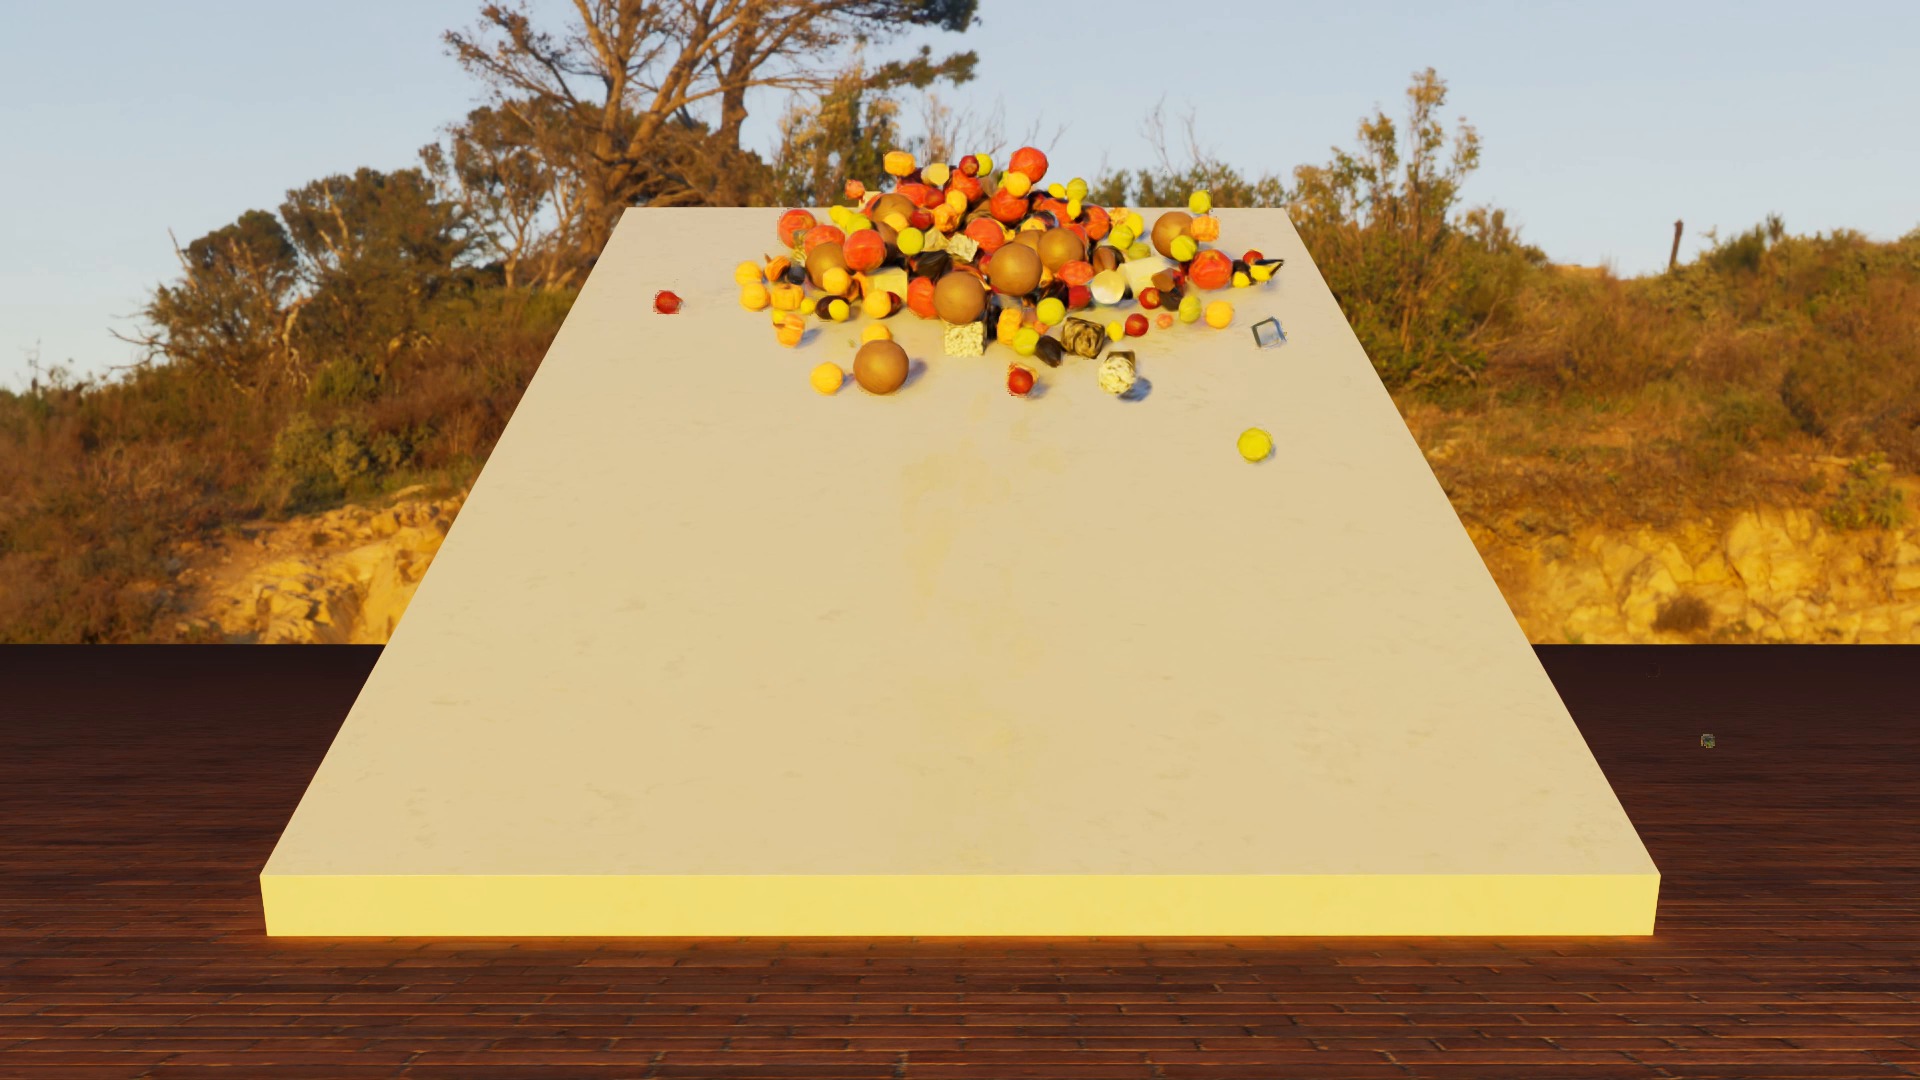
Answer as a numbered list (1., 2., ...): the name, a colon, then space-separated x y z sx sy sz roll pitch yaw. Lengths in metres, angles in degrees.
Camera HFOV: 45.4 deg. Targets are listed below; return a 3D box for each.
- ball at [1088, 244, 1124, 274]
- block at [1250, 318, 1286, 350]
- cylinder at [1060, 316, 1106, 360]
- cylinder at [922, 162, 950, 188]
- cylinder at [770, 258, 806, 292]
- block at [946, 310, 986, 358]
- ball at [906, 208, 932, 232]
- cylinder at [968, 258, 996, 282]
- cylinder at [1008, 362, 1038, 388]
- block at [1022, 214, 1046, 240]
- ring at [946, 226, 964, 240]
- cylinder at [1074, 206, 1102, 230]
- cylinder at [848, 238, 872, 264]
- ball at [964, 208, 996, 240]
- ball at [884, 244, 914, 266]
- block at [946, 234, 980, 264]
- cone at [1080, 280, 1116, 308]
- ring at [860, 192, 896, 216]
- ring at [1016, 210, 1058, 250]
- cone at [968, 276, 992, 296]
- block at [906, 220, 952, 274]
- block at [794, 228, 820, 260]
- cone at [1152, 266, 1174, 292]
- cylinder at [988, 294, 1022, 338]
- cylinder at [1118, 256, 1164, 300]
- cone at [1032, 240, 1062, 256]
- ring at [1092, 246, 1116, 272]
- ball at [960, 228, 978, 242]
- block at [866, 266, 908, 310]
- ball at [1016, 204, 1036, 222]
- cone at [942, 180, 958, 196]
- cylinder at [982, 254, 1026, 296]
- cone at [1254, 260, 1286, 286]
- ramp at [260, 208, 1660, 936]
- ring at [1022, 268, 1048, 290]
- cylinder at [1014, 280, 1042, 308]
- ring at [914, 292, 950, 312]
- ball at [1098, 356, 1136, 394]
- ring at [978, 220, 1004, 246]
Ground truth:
1. ball: 0.396 -0.748 6.200 0.099 0.099 0.099 0 -2 0
2. block: 0.751 -0.503 5.586 0.056 0.056 0.056 -21 -10 26
3. cylinder: 0.296 -0.490 5.555 0.086 0.086 0.086 17 2 15
4. cylinder: -0.070 -1.032 6.484 0.063 0.063 0.063 1 3 -19
5. cylinder: -0.455 -0.699 6.053 0.091 0.091 0.091 0 6 -6
6. block: 0.015 -0.503 5.600 0.090 0.090 0.090 3 22 7
7. ball: -0.119 -0.931 6.684 0.076 0.076 0.076 0 -2 0
8. cylinder: 0.071 -0.716 6.155 0.072 0.072 0.072 -8 1 -20
9. cylinder: 0.147 -0.385 5.360 0.050 0.050 0.050 2 17 -39
10. block: 0.214 -0.901 6.625 0.055 0.055 0.055 13 32 23
11. ring: -0.021 -0.854 6.499 0.092 0.031 0.092 -43 0 0
12. cylinder: 0.376 -0.947 6.750 0.058 0.058 0.058 1 20 -25
13. cylinder: -0.279 -0.800 6.363 0.051 0.051 0.051 1 -41 -31
14. ball: 0.057 -0.889 6.474 0.089 0.089 0.089 0 -2 0
15. ball: -0.166 -0.770 6.272 0.083 0.083 0.083 0 -2 0
16. block: 0.005 -0.754 5.933 0.055 0.055 0.055 25 -10 -24
17. cone: 0.376 -0.670 5.961 0.098 0.098 0.098 18 -34 13
18. ring: -0.249 -1.015 6.921 0.113 0.038 0.113 9 33 -6
19. ring: 0.214 -0.862 6.377 0.131 0.131 0.044 -1 -31 29
20. cone: 0.055 -0.637 5.789 0.051 0.051 0.051 9 -5 -16
21. block: -0.075 -0.798 6.251 0.086 0.086 0.086 41 4 -46
22. block: -0.431 -0.830 6.441 0.069 0.069 0.069 -1 22 -2
23. cone: 0.532 -0.682 5.879 0.064 0.064 0.064 22 -33 15
24. cylinder: 0.114 -0.562 5.738 0.081 0.081 0.081 4 31 -2
25. cylinder: 0.475 -0.686 6.006 0.096 0.096 0.096 -16 3 -18
26. cone: 0.257 -0.824 6.474 0.079 0.079 0.079 37 8 15
27. ring: 0.382 -0.718 6.070 0.038 0.115 0.115 -5 -1 -16
28. ball: 0.024 -0.825 6.245 0.052 0.052 0.052 0 -2 0
29. block: -0.191 -0.659 5.991 0.088 0.088 0.088 -6 23 -16
30. ball: 0.196 -0.944 6.681 0.067 0.067 0.067 0 -2 0
31. cone: -0.038 -1.021 6.710 0.052 0.052 0.052 1 -12 -25
32. cylinder: 0.114 -0.691 6.016 0.087 0.087 0.087 2 -46 -40
33. cone: 0.820 -0.719 6.024 0.078 0.078 0.078 -25 -7 9
34. ramp: -0.006 -0.220 5.150 2.000 0.100 4.000 0 22 0
35. ring: 0.191 -0.689 6.103 0.082 0.082 0.027 0 -29 -3
36. cylinder: 0.176 -0.638 5.951 0.060 0.060 0.060 14 -1 7
37. ring: -0.075 -0.617 5.963 0.094 0.031 0.094 2 25 -1
38. ball: 0.347 -0.365 5.078 0.084 0.084 0.084 0 -2 0
39. ring: 0.079 -0.881 6.574 0.109 0.036 0.109 -24 27 13
